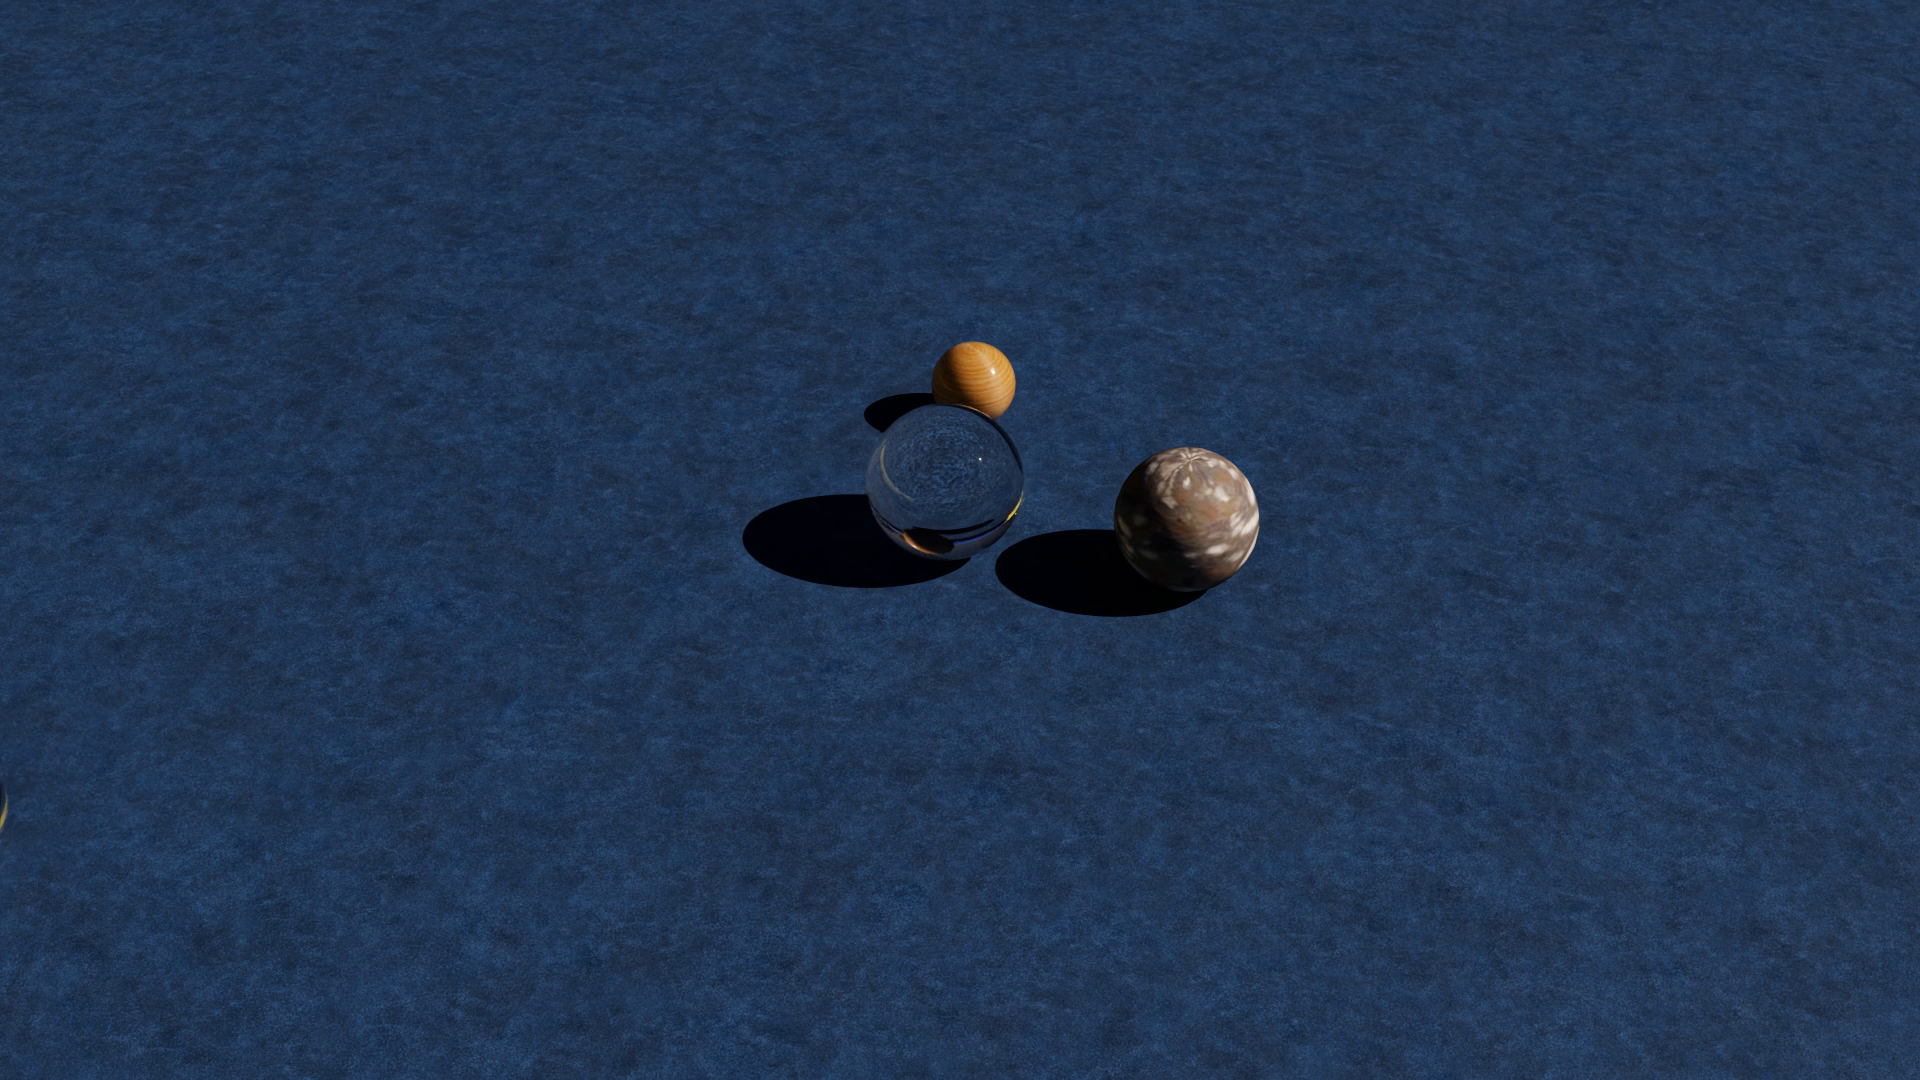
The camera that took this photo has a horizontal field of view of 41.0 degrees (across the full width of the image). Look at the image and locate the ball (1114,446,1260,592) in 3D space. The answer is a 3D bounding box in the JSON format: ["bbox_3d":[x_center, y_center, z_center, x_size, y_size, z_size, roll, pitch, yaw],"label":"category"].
[{"bbox_3d":[0.133,-0.012,1.502,0.085,0.085,0.085,0,37,0],"label":"ball"}]

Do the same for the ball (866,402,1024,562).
[{"bbox_3d":[-0.009,-0.034,1.525,0.094,0.094,0.094,0,37,0],"label":"ball"}]

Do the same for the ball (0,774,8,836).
[{"bbox_3d":[-0.528,0.137,1.310,0.078,0.078,0.078,0,37,0],"label":"ball"}]

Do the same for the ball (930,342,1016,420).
[{"bbox_3d":[0.009,-0.100,1.645,0.055,0.055,0.055,0,37,0],"label":"ball"}]
